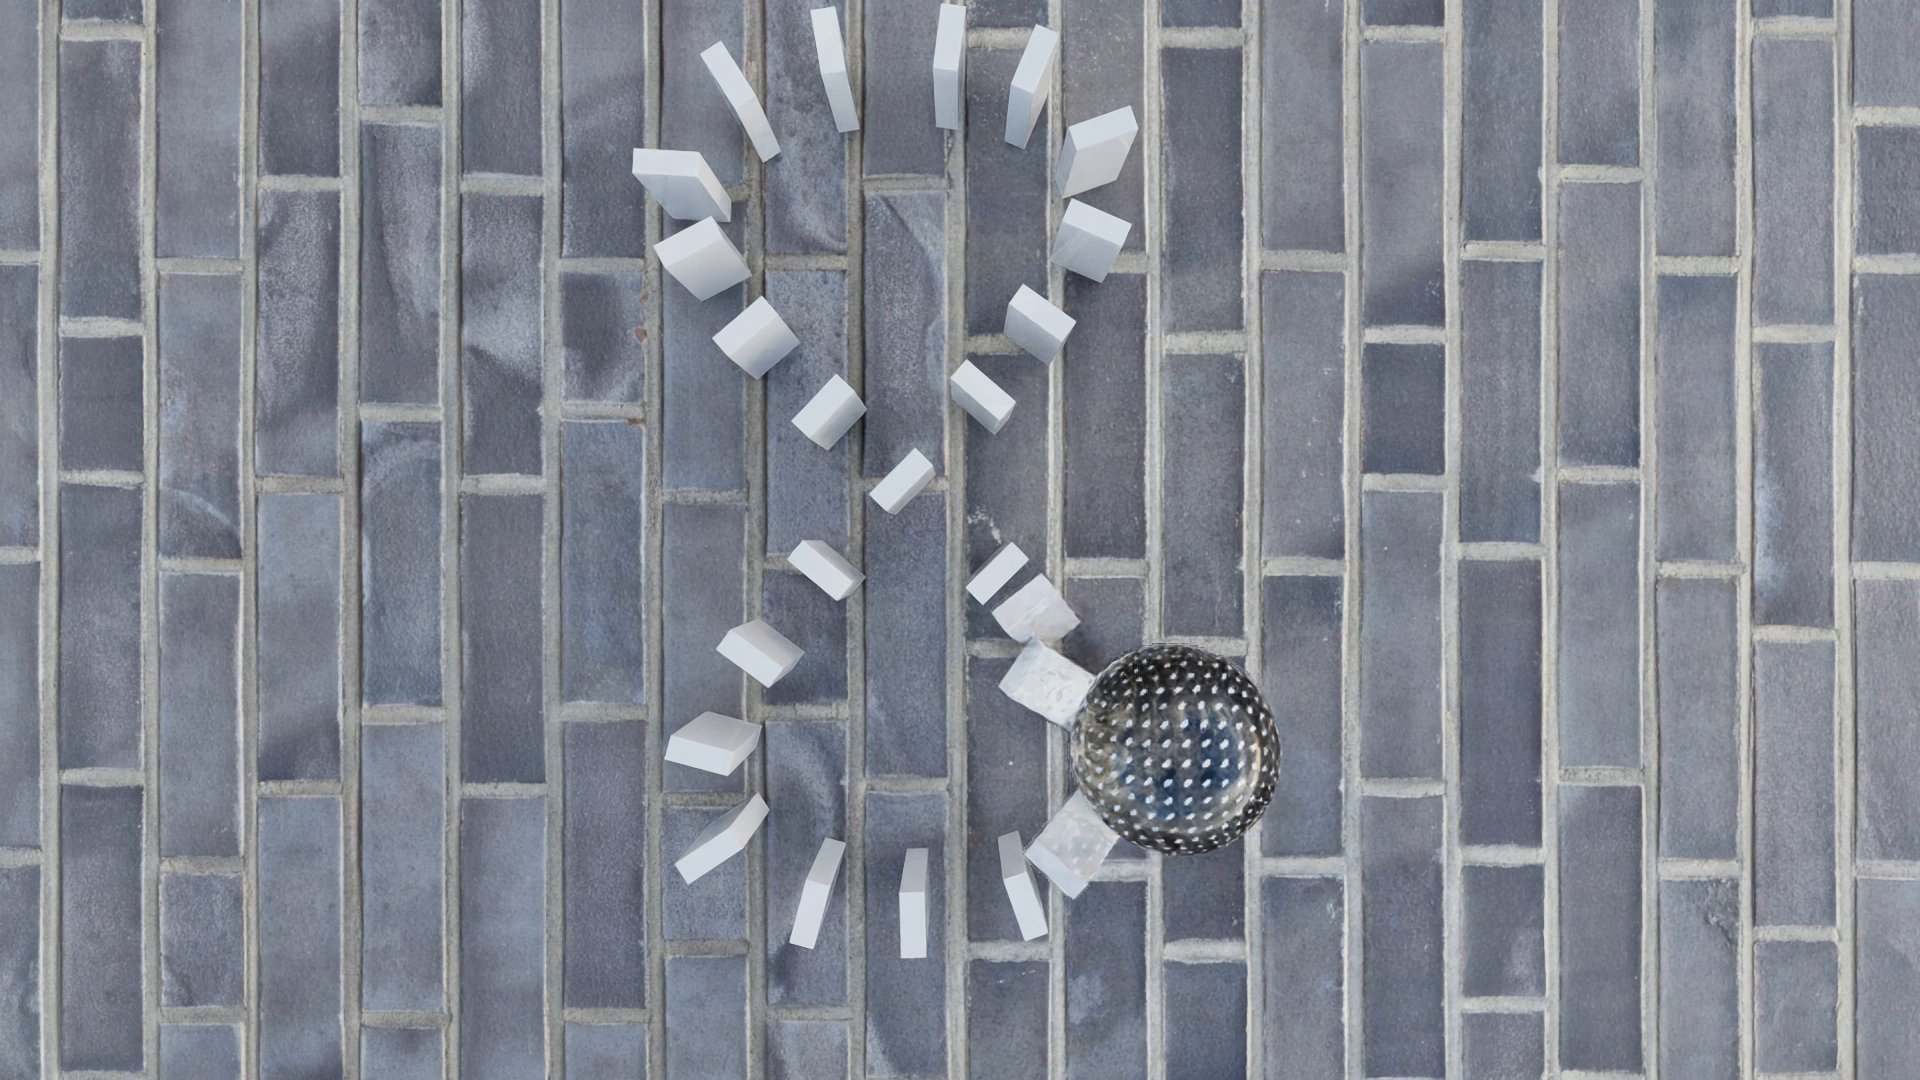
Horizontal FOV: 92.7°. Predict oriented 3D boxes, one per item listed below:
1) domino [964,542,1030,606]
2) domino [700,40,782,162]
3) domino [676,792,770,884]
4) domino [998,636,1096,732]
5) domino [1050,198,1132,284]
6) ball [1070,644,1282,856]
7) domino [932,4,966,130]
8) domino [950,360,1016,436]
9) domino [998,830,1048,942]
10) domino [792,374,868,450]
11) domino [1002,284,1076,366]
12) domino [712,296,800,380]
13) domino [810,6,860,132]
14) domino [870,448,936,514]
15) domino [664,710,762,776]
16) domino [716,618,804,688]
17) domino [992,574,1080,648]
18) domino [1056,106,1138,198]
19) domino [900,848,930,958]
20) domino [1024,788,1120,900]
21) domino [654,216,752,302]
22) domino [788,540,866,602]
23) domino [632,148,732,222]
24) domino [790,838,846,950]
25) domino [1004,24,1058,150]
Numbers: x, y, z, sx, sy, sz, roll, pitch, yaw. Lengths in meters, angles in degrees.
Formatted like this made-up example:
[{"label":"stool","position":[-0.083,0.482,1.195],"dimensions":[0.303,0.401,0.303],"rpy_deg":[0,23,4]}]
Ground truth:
[{"label":"domino","position":[0.014,0.013,0.375],"dimensions":[0.025,0.050,0.010],"rpy_deg":[-45,90,0]},{"label":"domino","position":[-0.089,-0.178,0.375],"dimensions":[0.009,0.050,0.025],"rpy_deg":[-32,90,0]},{"label":"domino","position":[-0.096,0.121,0.375],"dimensions":[0.025,0.050,0.009],"rpy_deg":[-33,90,0]},{"label":"domino","position":[0.042,0.062,0.382],"dimensions":[0.050,0.009,0.025],"rpy_deg":[34,91,-33]},{"label":"domino","position":[0.052,-0.121,0.375],"dimensions":[0.025,0.050,0.010],"rpy_deg":[23,90,0]},{"label":"ball","position":[0.083,0.081,0.358],"dimensions":[0.080,0.080,0.080],"rpy_deg":[0,90,0]},{"label":"domino","position":[-0.004,-0.192,0.375],"dimensions":[0.010,0.050,0.025],"rpy_deg":[7,90,0]},{"label":"domino","position":[0.009,-0.057,0.375],"dimensions":[0.025,0.050,0.009],"rpy_deg":[41,90,0]},{"label":"domino","position":[0.025,0.140,0.375],"dimensions":[0.009,0.050,0.025],"rpy_deg":[-20,90,0]},{"label":"domino","position":[-0.052,-0.051,0.375],"dimensions":[0.010,0.050,0.025],"rpy_deg":[44,90,0]},{"label":"domino","position":[0.032,-0.087,0.375],"dimensions":[0.025,0.050,0.010],"rpy_deg":[36,90,0]},{"label":"domino","position":[-0.082,-0.082,0.375],"dimensions":[0.025,0.050,0.009],"rpy_deg":[-41,90,0]},{"label":"domino","position":[-0.050,-0.191,0.375],"dimensions":[0.009,0.050,0.025],"rpy_deg":[-10,90,0]},{"label":"domino","position":[-0.023,-0.023,0.375],"dimensions":[0.009,0.050,0.025],"rpy_deg":[45,90,0]},{"label":"domino","position":[-0.100,0.082,0.375],"dimensions":[0.025,0.050,0.009],"rpy_deg":[15,90,0]},{"label":"domino","position":[-0.080,0.045,0.375],"dimensions":[0.025,0.050,0.009],"rpy_deg":[36,90,0]},{"label":"domino","position":[0.032,0.032,0.375],"dimensions":[0.025,0.050,0.010],"rpy_deg":[-39,64,3]},{"label":"domino","position":[0.055,-0.157,0.375],"dimensions":[0.025,0.050,0.009],"rpy_deg":[-19,90,0]},{"label":"domino","position":[-0.018,0.147,0.375],"dimensions":[0.010,0.050,0.025],"rpy_deg":[-2,90,0]},{"label":"domino","position":[0.048,0.122,0.373],"dimensions":[0.025,0.050,0.009],"rpy_deg":[39,116,15]},{"label":"domino","position":[-0.104,-0.114,0.375],"dimensions":[0.025,0.050,0.009],"rpy_deg":[-27,90,0]},{"label":"domino","position":[-0.054,0.012,0.375],"dimensions":[0.025,0.050,0.010],"rpy_deg":[40,90,0]},{"label":"domino","position":[-0.112,-0.144,0.375],"dimensions":[0.025,0.050,0.009],"rpy_deg":[3,90,0]},{"label":"domino","position":[-0.057,0.143,0.375],"dimensions":[0.009,0.050,0.025],"rpy_deg":[15,90,0]},{"label":"domino","position":[0.029,-0.184,0.375],"dimensions":[0.010,0.050,0.025],"rpy_deg":[23,90,0]}]
